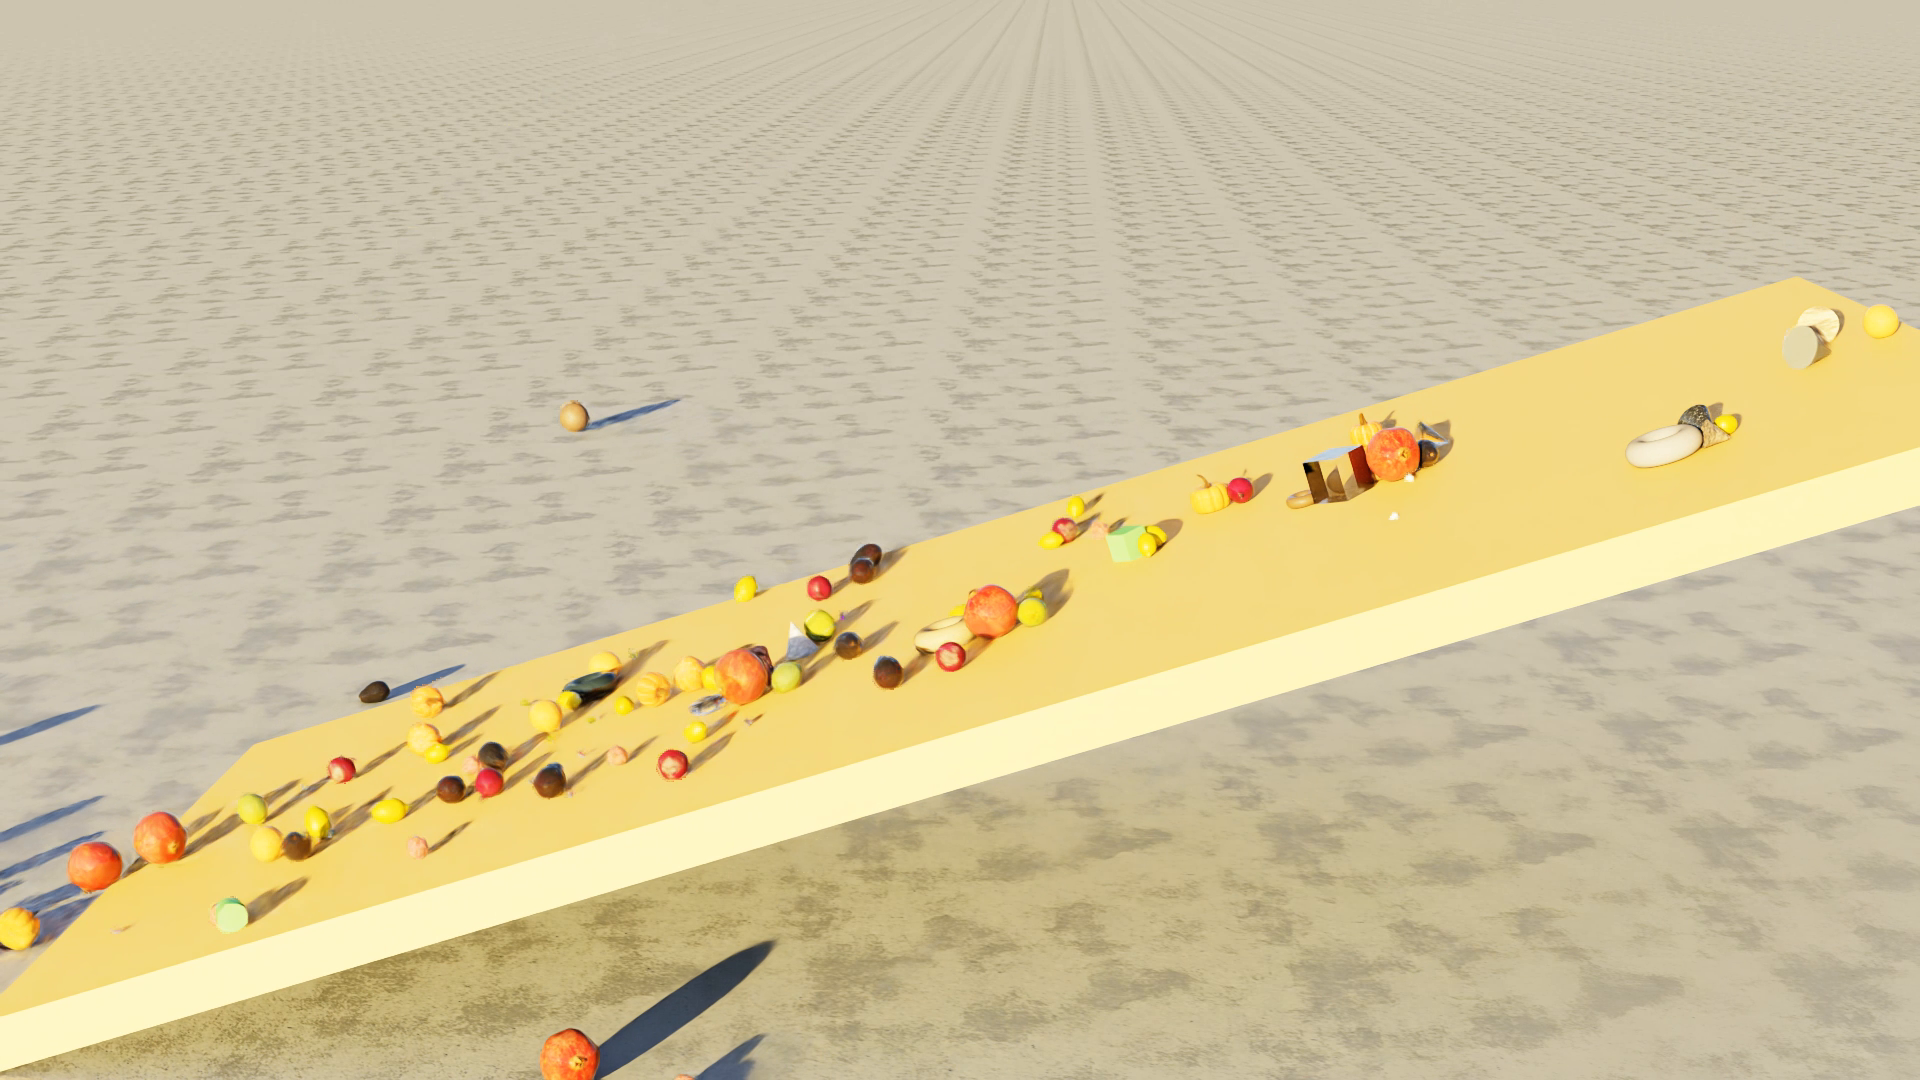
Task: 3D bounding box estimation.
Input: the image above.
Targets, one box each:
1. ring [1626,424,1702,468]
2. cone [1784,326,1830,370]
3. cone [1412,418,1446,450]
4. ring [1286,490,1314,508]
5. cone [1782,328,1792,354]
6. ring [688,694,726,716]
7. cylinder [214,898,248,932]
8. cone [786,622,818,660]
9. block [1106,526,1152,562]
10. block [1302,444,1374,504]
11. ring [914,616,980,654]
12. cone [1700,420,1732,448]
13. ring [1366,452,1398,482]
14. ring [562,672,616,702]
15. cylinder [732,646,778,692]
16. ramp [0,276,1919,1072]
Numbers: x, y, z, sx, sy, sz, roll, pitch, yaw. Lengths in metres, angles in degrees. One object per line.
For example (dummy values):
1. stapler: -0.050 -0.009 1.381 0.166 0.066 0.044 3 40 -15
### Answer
1. ring: 1.360 -0.182 5.684 0.150 0.050 0.150 -19 9 3
2. cone: 1.779 -0.393 6.112 0.093 0.093 0.093 7 6 -31
3. cone: 1.043 -0.220 6.472 0.072 0.072 0.072 21 13 2
4. ring: 0.737 -0.088 6.315 0.075 0.025 0.075 -17 11 3
5. cone: 1.791 -0.420 6.279 0.057 0.057 0.057 10 12 5
6. ring: -0.530 0.346 6.162 0.083 0.028 0.083 -18 9 3
7. cylinder: -1.385 0.712 5.589 0.057 0.057 0.057 -4 6 -18
8. cone: -0.357 0.213 6.427 0.078 0.078 0.078 -17 10 3
9. block: 0.363 0.008 6.341 0.061 0.061 0.061 -25 12 -34
10. block: 0.807 -0.139 6.268 0.095 0.095 0.095 -26 13 -39
11. ring: -0.026 0.194 6.055 0.143 0.048 0.143 -17 9 3
12. cone: 1.464 -0.200 5.673 0.056 0.056 0.056 8 10 -7
13. ring: 0.884 -0.153 6.361 0.130 0.043 0.130 -17 11 4
14. ring: -0.845 0.335 6.709 0.131 0.044 0.131 -17 9 3
15. cylinder: -0.436 0.273 6.246 0.077 0.077 0.077 -17 10 3
16. ramp: 0.098 0.184 6.313 4.000 0.100 2.000 -17 10 5
